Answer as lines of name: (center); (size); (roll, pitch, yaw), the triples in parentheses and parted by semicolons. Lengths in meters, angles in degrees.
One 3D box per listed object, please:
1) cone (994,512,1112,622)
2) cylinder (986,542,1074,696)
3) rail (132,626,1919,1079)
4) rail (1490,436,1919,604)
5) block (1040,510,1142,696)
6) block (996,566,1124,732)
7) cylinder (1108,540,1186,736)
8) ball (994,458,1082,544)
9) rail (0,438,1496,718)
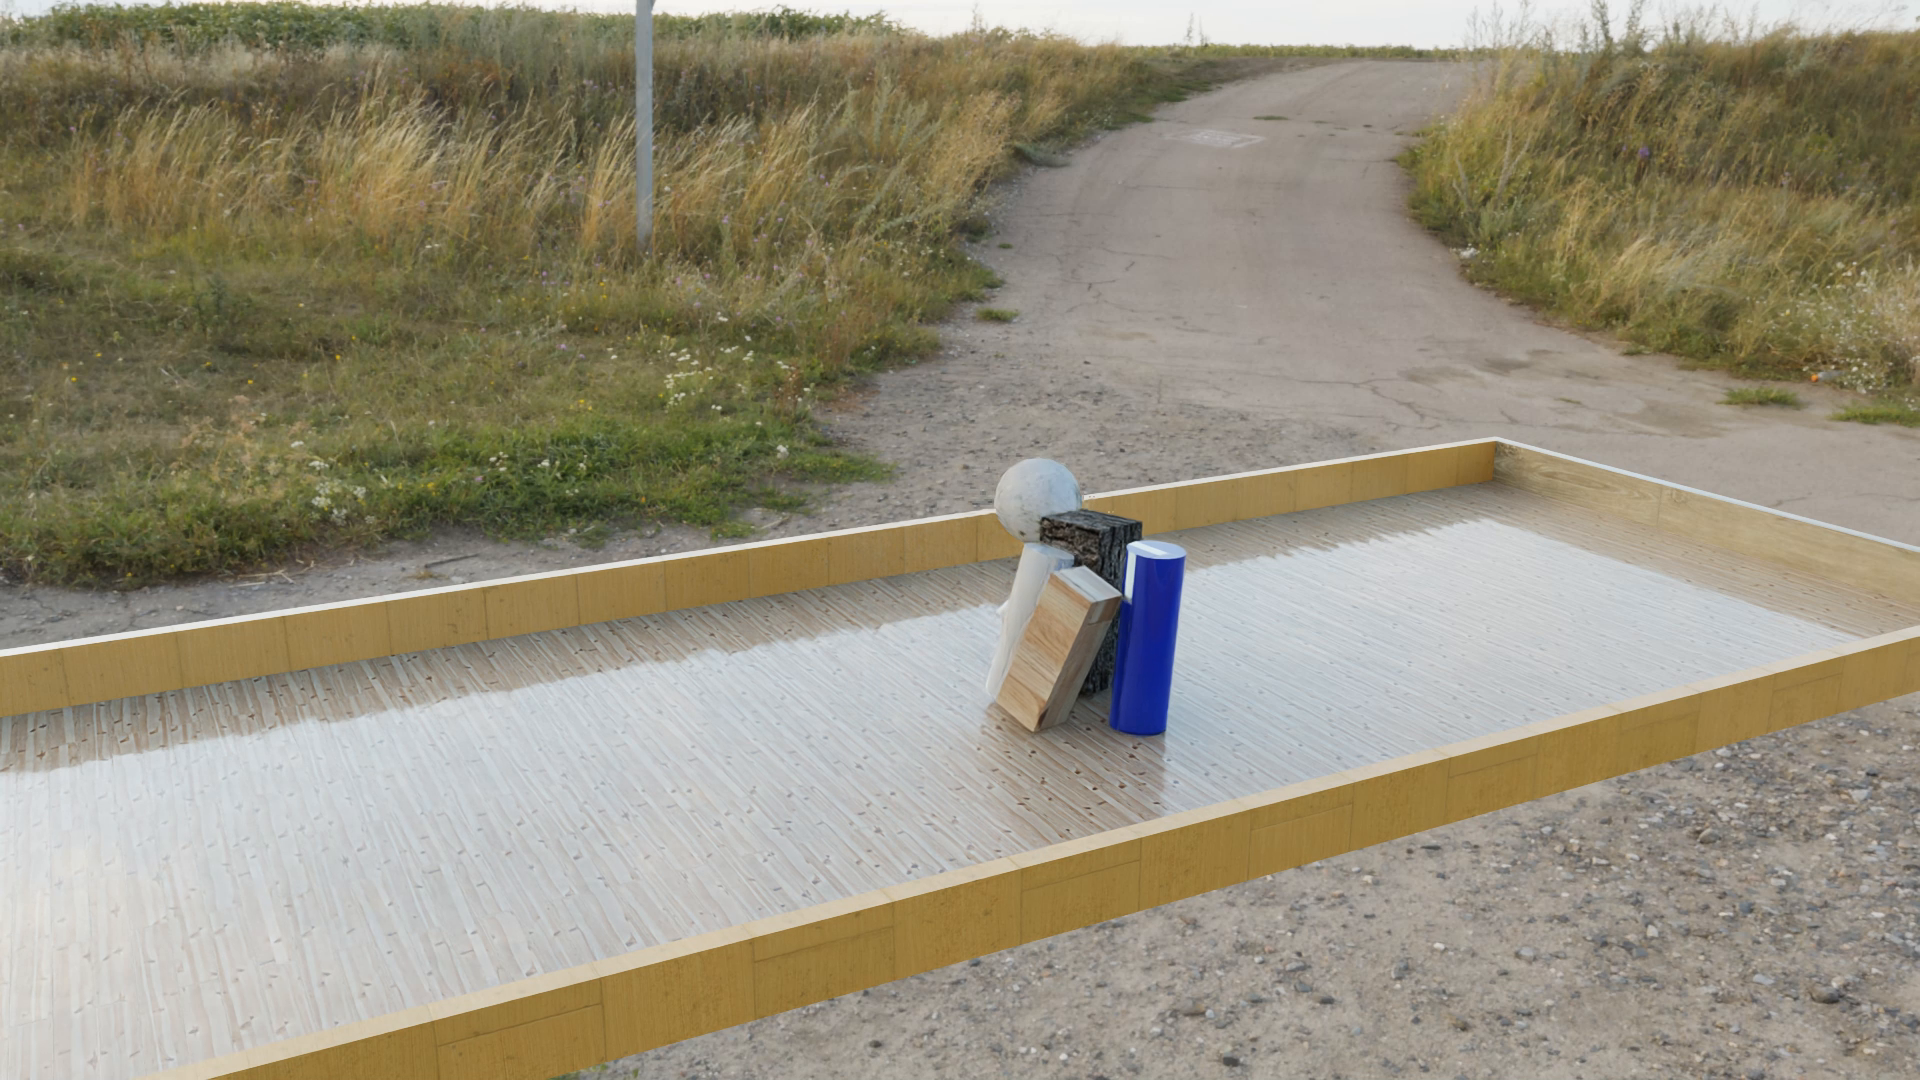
cone: (0.276, 0.076, 4.450); (0.424, 0.117, 0.117); (-48, 32, -10)
cylinder: (0.168, 0.201, 3.983); (0.126, 0.368, 0.126); (14, 11, -3)
rail: (-2.336, 1.006, 1.665); (12.000, 0.150, 0.050); (-9, 18, -27)
rail: (2.466, -0.048, 5.253); (0.050, 0.150, 2.100); (-9, 18, -27)
block: (0.311, 0.150, 4.086); (0.178, 0.412, 0.178); (14, 16, 39)
block: (0.227, 0.251, 3.803); (0.125, 0.363, 0.125); (38, 29, 30)
cylinder: (0.430, 0.227, 3.801); (0.135, 0.431, 0.135); (4, 18, -1)
ball: (0.215, -0.107, 4.537); (0.240, 0.240, 0.240); (0, 16, 0)
rail: (-3.305, 0.497, 3.399); (12.000, 0.150, 0.050); (-9, 18, -27)
